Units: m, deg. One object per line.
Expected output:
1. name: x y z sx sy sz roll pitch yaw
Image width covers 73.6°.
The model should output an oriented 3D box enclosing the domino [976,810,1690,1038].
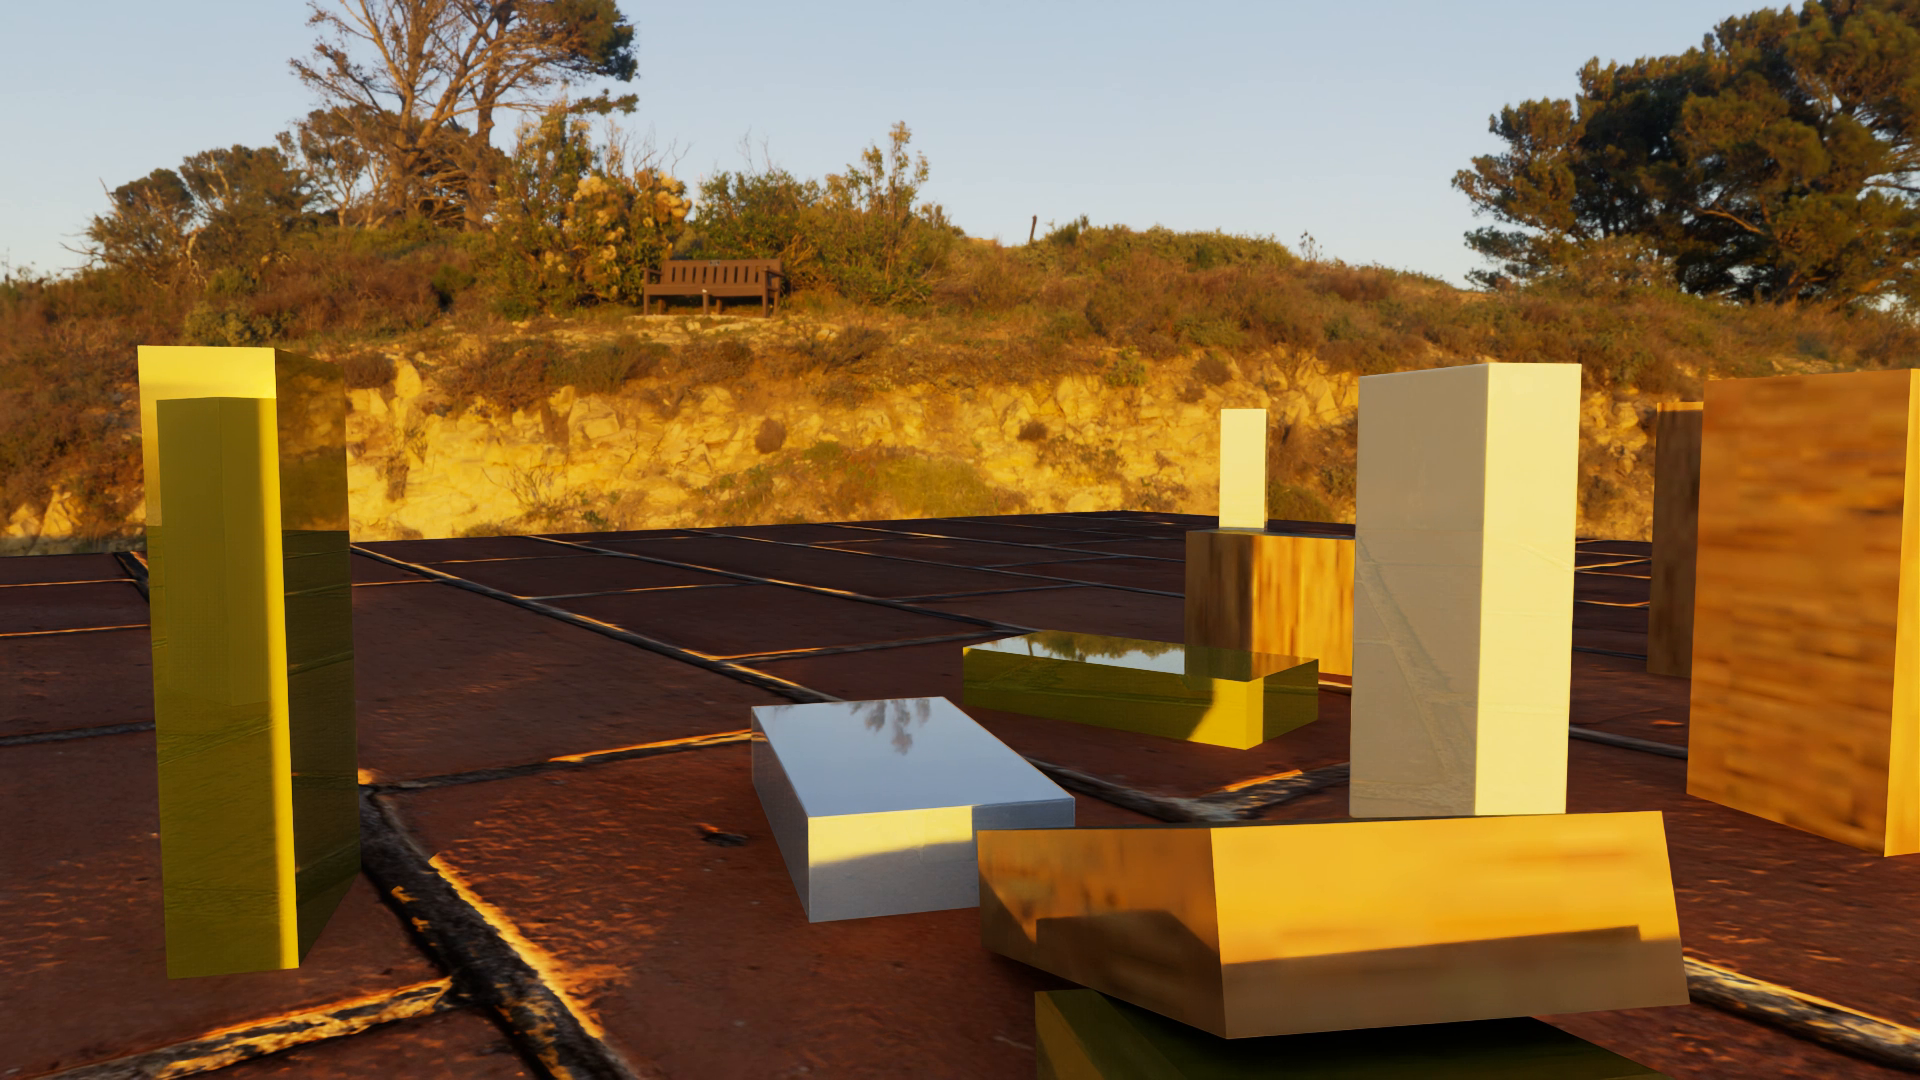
1. domino: 0.019 0.024 0.087 0.025 0.009 0.050 1 -13 -12

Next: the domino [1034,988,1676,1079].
1. domino: 0.020 0.029 0.054 0.025 0.009 0.050 -1 -7 -7

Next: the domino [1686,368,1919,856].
1. domino: 0.097 0.007 0.144 0.009 0.050 0.025 -1 4 -16

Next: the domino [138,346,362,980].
1. domino: -0.061 0.009 0.113 0.010 0.050 0.025 -1 4 -14

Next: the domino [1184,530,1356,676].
1. domino: 0.067 0.012 0.245 0.050 0.025 0.009 4 6 41

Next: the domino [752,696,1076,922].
1. domino: -0.008 0.027 0.141 0.025 0.009 0.050 -1 4 -15

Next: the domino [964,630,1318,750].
1. domino: 0.028 0.023 0.204 0.050 0.010 0.025 3 5 38

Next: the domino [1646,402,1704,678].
1. domino: 0.141 -0.001 0.242 0.025 0.050 0.010 -4 6 -40

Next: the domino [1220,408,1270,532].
1. domino: 0.065 -0.004 0.291 0.009 0.050 0.025 1 4 15

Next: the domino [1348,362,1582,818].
1. domino: 0.052 0.007 0.134 0.009 0.050 0.025 -1 4 -10
